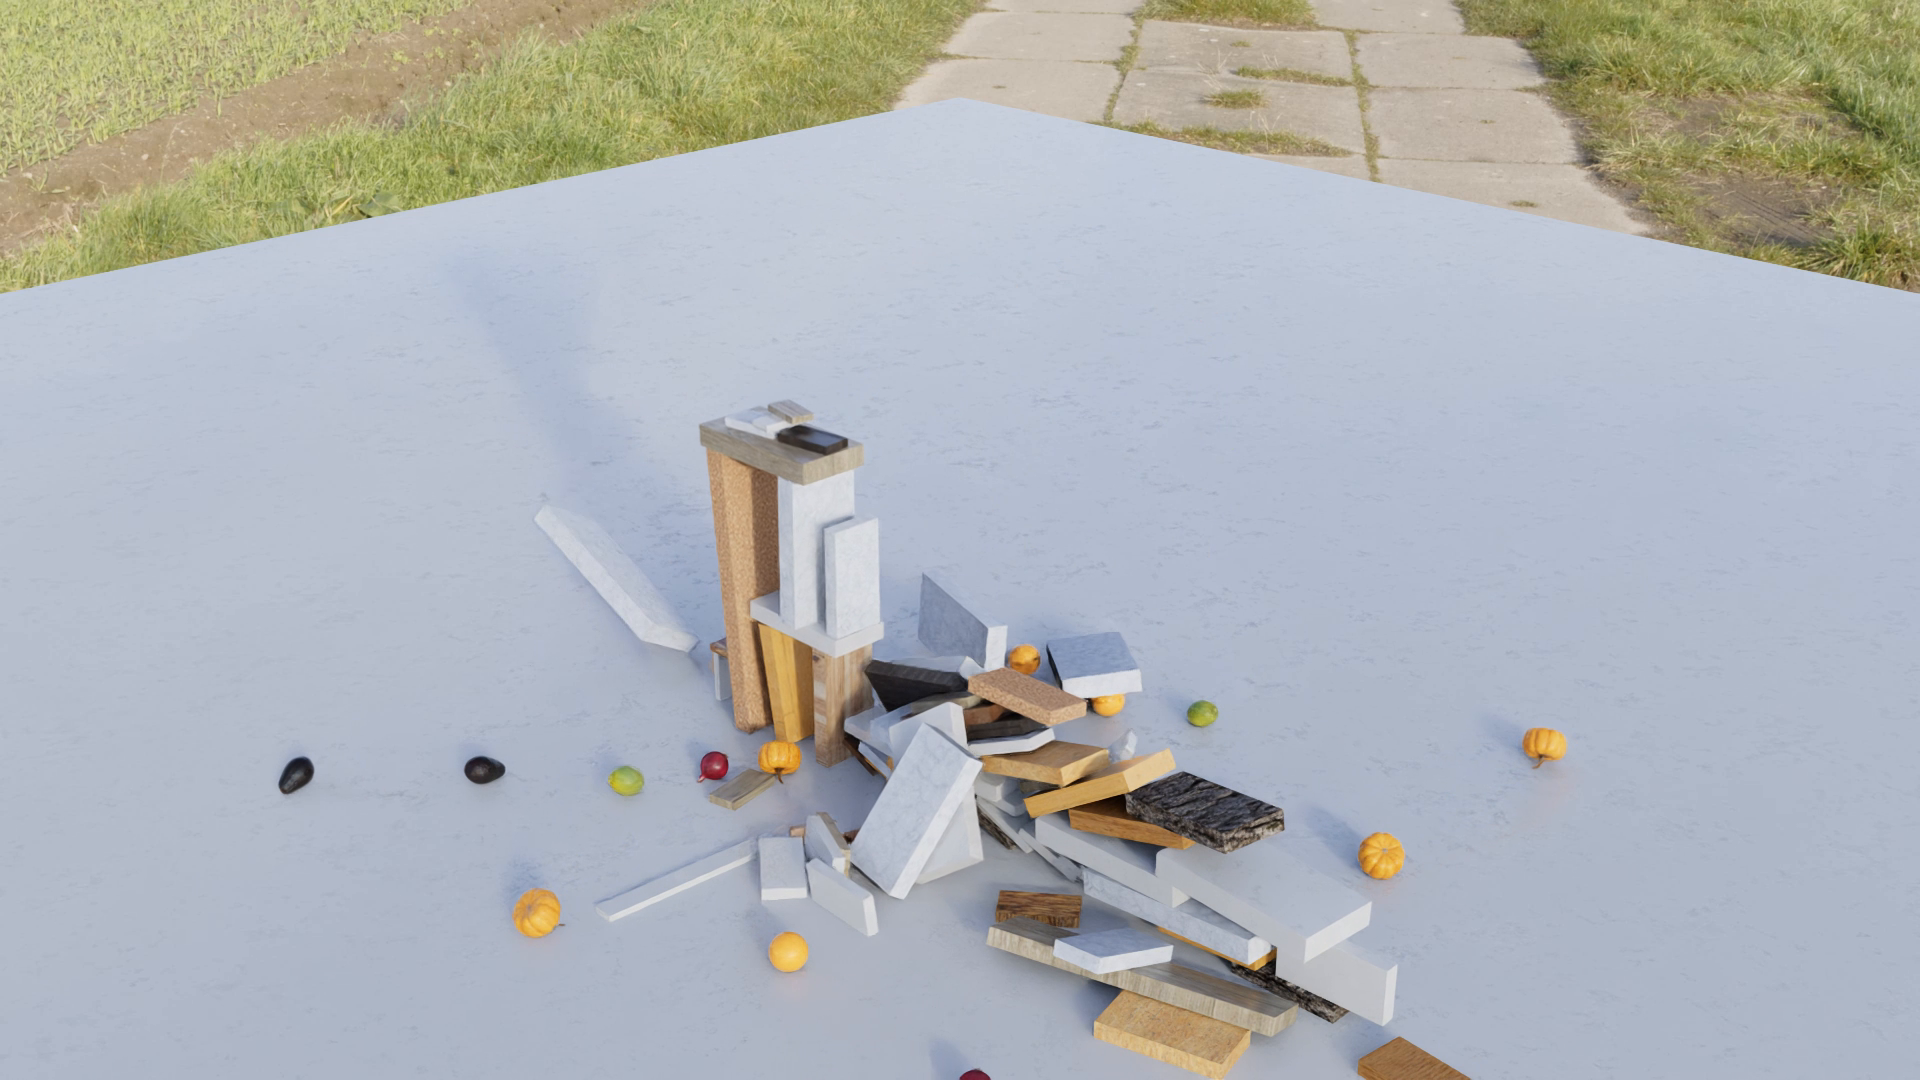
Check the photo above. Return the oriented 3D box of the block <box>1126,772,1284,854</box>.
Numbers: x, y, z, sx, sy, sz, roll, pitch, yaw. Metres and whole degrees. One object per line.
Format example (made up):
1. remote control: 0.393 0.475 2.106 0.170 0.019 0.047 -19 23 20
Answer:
1. block: 0.435 0.484 3.925 0.137 0.039 0.275 -16 18 -31

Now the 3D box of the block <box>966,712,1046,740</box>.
1. block: 0.068 0.362 4.310 0.215 0.030 0.108 -10 5 38

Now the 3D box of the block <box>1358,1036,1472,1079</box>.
1. block: 0.767 0.895 3.615 0.103 0.029 0.206 -18 29 -36

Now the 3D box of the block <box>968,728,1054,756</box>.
1. block: 0.093 0.390 4.237 0.161 0.023 0.081 -10 6 36

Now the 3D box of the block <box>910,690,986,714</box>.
1. block: -0.018 0.320 4.365 0.149 0.021 0.075 -9 5 41

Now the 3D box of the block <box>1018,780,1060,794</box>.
1. block: 0.184 0.458 4.244 0.081 0.023 0.161 -21 -2 -27

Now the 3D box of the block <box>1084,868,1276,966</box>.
1. block: 0.429 0.654 4.020 0.173 0.049 0.392 -21 26 -40

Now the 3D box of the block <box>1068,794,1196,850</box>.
1. block: 0.348 0.509 4.056 0.137 0.039 0.275 -21 17 -41

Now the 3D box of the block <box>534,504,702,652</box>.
1. block: -0.813 0.089 5.206 0.492 0.048 0.171 43 13 35

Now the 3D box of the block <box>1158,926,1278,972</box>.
1. block: 0.480 0.708 3.983 0.220 0.031 0.110 16 27 42

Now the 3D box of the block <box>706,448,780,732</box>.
1. block: -0.435 0.092 4.728 0.164 0.636 0.047 -21 26 -41

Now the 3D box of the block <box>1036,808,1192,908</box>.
1. block: 0.325 0.570 4.103 0.173 0.049 0.347 -20 29 -39

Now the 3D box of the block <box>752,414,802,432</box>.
1. block: -0.370 -0.246 4.523 0.104 0.015 0.052 -19 29 -38

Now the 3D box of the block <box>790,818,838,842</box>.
1. block: -0.288 0.581 4.332 0.094 0.047 0.013 -8 24 -19

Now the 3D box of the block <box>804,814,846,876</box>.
1. block: -0.261 0.606 4.221 0.024 0.085 0.169 -1 22 -22

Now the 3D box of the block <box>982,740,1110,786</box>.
1. block: 0.162 0.419 4.191 0.118 0.034 0.237 -19 13 -36

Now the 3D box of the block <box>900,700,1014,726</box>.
1. block: 0.001 0.343 4.350 0.215 0.030 0.108 -10 4 35

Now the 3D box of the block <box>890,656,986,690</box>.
1. block: -0.026 0.308 4.625 0.301 0.150 0.043 -8 47 56

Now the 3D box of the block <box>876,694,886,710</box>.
1. block: -0.035 0.359 4.589 0.330 0.117 0.033 19 48 31

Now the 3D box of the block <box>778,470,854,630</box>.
1. block: -0.294 0.007 4.535 0.164 0.329 0.047 -21 32 -40

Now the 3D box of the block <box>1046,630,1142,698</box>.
1. block: 0.296 0.280 4.924 0.171 0.048 0.342 -8 12 -2

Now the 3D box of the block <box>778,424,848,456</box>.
1. block: -0.299 -0.204 4.466 0.131 0.019 0.066 17 28 35

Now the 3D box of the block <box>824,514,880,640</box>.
1. block: -0.220 0.074 4.498 0.117 0.235 0.033 -21 31 -40

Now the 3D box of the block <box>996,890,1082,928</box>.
1. block: 0.147 0.690 4.107 0.155 0.022 0.077 3 23 7

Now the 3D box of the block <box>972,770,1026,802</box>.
1. block: 0.010 0.443 4.407 0.259 0.034 0.119 20 30 36

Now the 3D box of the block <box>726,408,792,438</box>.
1. block: -0.415 -0.241 4.553 0.131 0.019 0.066 17 28 34

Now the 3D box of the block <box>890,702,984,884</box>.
1. block: -0.048 0.485 4.229 0.150 0.317 0.043 -25 -32 29

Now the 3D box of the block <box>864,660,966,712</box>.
1. block: -0.078 0.315 4.517 0.238 0.119 0.034 6 45 41

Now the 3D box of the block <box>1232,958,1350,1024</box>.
1. block: 0.603 0.775 3.895 0.221 0.031 0.110 21 31 40

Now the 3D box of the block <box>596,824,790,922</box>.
1. block: -0.498 0.638 4.240 0.454 0.013 0.047 -20 30 -38

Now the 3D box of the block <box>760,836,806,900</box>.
1. block: -0.341 0.630 4.227 0.085 0.024 0.169 -1 27 -6

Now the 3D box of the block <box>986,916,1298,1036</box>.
1. block: 0.317 0.763 3.872 0.550 0.034 0.118 13 7 28

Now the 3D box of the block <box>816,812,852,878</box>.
1. block: -0.248 0.597 4.253 0.022 0.077 0.155 -2 22 -21

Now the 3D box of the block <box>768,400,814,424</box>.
1. block: -0.348 -0.264 4.528 0.052 0.015 0.103 -14 27 -30
